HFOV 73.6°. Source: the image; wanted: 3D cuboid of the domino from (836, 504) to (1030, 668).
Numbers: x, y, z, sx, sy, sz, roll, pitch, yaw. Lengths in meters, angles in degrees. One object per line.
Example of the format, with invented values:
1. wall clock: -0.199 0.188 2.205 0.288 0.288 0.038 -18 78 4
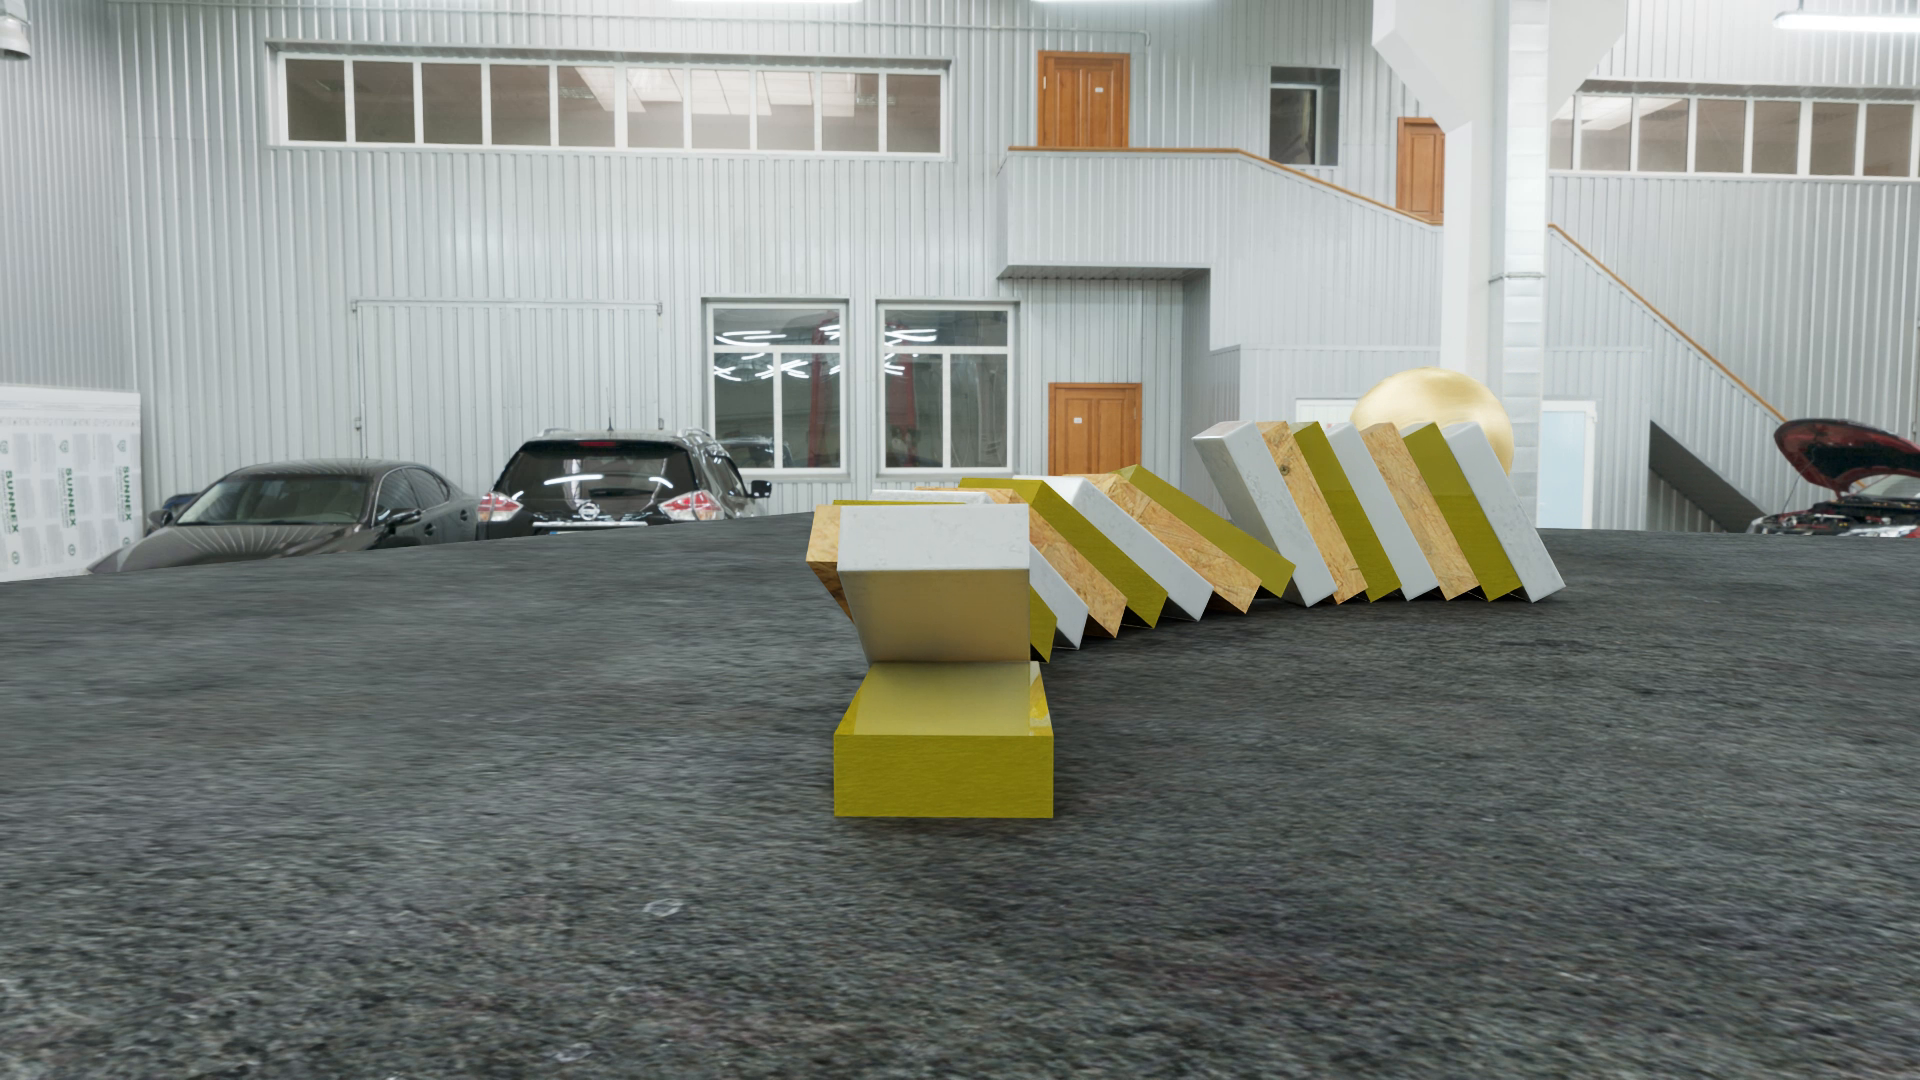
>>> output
1. domino: -0.002 0.011 0.190 0.025 0.009 0.050 -1 -26 3

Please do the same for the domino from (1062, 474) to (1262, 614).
1. domino: 0.048 0.001 0.319 0.050 0.009 0.025 34 -12 -23

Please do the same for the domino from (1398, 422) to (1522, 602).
1. domino: 0.137 -0.009 0.358 0.009 0.050 0.025 -28 0 9

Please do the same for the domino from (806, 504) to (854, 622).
1. domino: -0.005 0.010 0.214 0.025 0.009 0.050 1 -25 14

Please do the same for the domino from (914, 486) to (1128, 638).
1. domino: 0.012 0.005 0.273 0.025 0.010 0.050 3 -25 39

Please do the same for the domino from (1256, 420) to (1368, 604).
1. domino: 0.091 -0.008 0.349 0.009 0.050 0.025 -29 7 -4

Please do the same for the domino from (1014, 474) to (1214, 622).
1. domino: 0.035 0.002 0.305 0.050 0.009 0.025 37 -18 -32

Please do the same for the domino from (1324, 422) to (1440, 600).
1. domino: 0.115 -0.009 0.359 0.009 0.050 0.025 -28 0 9

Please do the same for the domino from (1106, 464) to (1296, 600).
1. domino: 0.059 -0.001 0.332 0.050 0.009 0.025 31 -11 -12

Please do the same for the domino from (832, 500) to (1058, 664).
1. domino: -0.002 0.008 0.235 0.025 0.009 0.050 2 -25 25

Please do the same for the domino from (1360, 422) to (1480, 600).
1. domino: 0.126 -0.009 0.360 0.009 0.050 0.025 -28 0 9

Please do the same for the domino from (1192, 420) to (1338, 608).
1. domino: 0.081 -0.007 0.342 0.009 0.050 0.025 -29 7 -5

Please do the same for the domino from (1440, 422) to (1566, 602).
1. domino: 0.147 -0.008 0.355 0.009 0.050 0.025 -28 0 9

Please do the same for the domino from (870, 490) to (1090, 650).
1. domino: 0.004 0.007 0.255 0.025 0.009 0.050 3 -26 32

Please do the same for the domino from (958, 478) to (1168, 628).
1. domino: 0.023 0.003 0.291 0.025 0.009 0.050 5 -26 48

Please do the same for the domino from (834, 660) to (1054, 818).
1. domino: -0.001 0.025 0.171 0.025 0.009 0.050 0 4 1

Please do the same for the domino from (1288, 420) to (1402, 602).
1. domino: 0.103 -0.008 0.355 0.009 0.050 0.025 -28 4 2

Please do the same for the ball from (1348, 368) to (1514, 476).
1. ball: 0.230 -0.045 0.633 0.080 0.080 0.080 0 4 0
